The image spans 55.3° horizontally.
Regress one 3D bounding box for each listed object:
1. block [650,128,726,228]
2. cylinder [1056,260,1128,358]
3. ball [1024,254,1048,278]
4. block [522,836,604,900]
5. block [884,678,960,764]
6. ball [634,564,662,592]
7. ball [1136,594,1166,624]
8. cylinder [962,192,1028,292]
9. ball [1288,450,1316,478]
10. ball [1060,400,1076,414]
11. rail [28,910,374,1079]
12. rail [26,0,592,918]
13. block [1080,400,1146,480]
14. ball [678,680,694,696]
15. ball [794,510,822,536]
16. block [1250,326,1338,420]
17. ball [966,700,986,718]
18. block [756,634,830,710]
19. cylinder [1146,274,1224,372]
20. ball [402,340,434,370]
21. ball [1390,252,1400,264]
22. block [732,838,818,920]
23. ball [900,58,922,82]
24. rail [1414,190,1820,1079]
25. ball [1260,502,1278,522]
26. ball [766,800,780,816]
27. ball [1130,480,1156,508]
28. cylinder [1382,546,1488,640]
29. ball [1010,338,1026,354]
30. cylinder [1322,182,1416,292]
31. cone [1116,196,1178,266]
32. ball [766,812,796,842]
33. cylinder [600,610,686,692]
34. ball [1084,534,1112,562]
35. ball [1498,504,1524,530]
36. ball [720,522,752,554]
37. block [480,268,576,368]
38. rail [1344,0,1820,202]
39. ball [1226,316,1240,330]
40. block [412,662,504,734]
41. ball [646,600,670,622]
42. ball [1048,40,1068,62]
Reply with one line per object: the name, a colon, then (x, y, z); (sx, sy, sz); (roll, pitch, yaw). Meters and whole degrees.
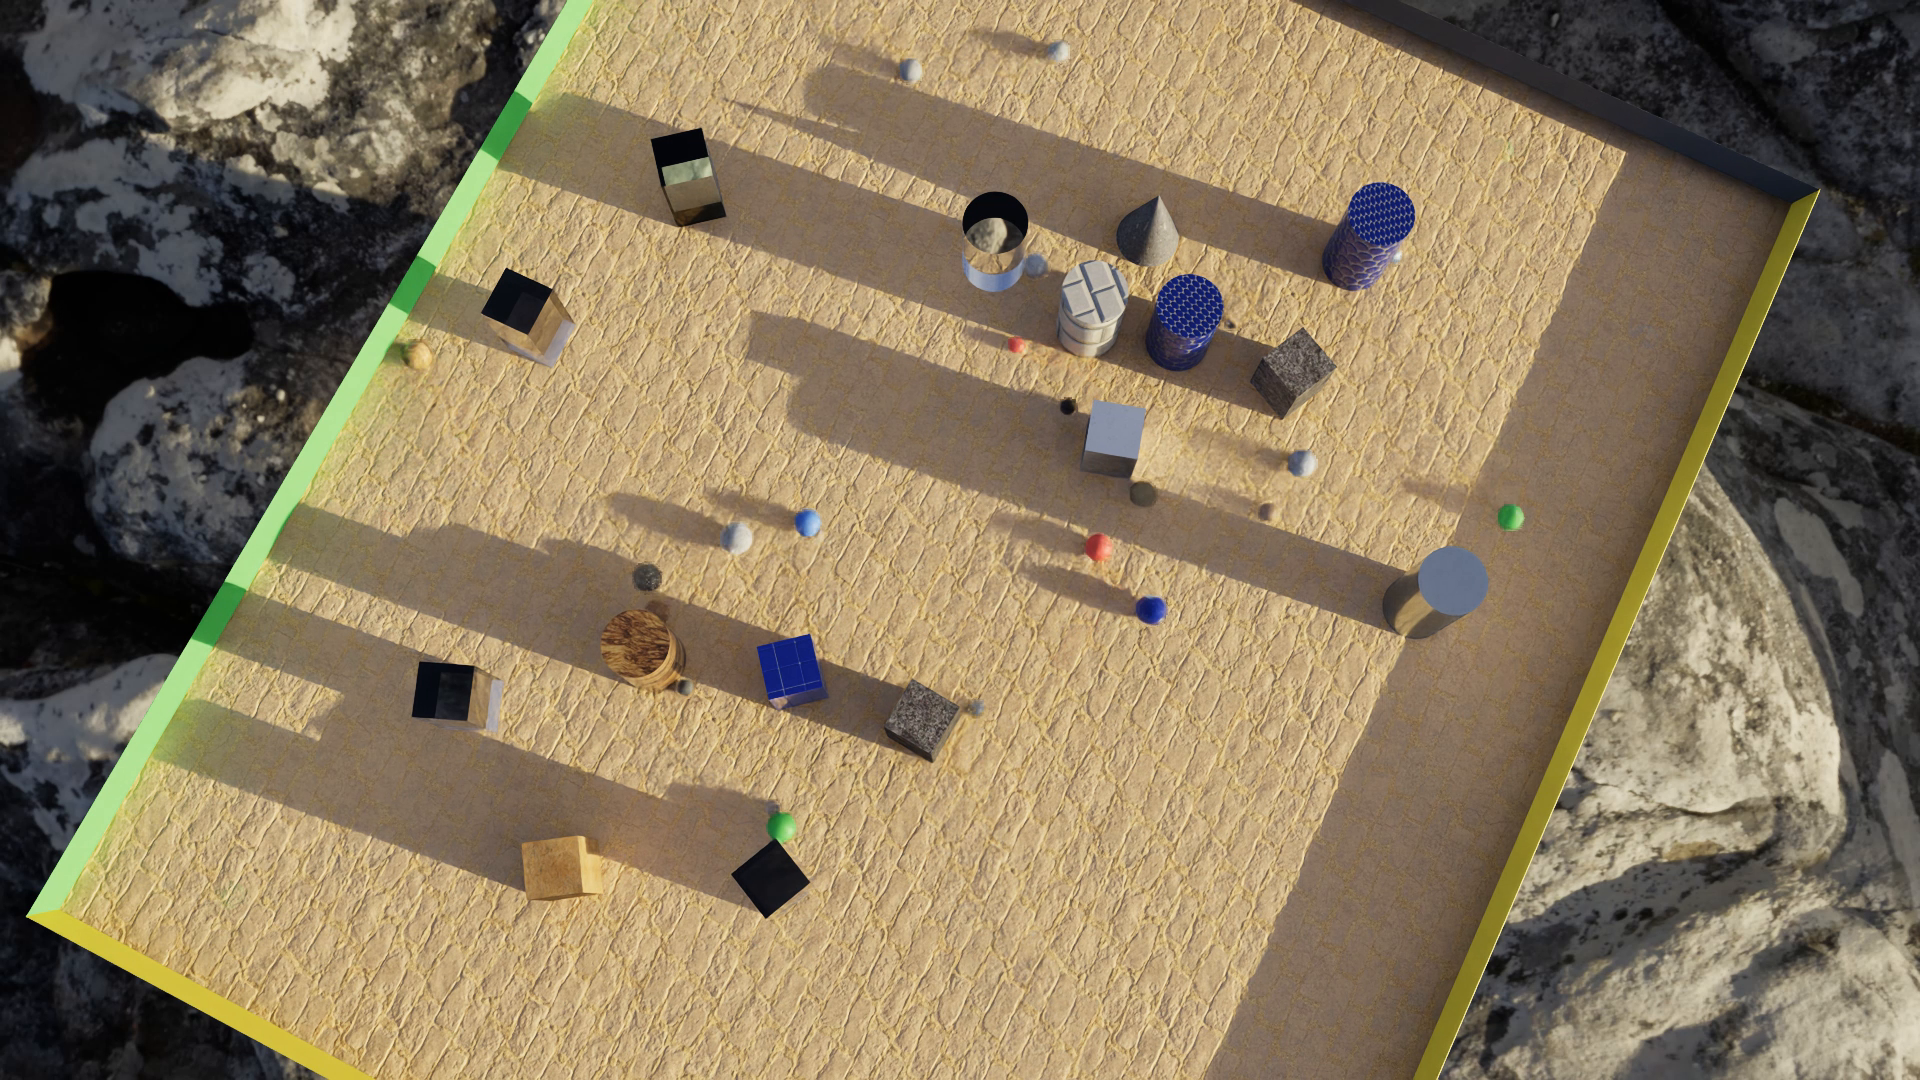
block: (-0.838, -1.119, 5.680); (0.158, 0.330, 0.158); (-13, 79, -3)
cylinder: (0.400, -0.700, 5.590); (0.198, 0.337, 0.198); (0, 78, 0)
ball: (0.240, -0.861, 5.757); (0.075, 0.075, 0.075); (0, 78, 0)
block: (-1.141, 0.946, 5.270); (0.158, 0.295, 0.158); (-7, 78, -2)
block: (-0.108, 0.532, 5.350); (0.158, 0.306, 0.158); (30, 80, 6)
ball: (-0.944, 0.114, 5.549); (0.086, 0.086, 0.086); (0, 78, 0)
ball: (0.574, 0.210, 5.527); (0.091, 0.091, 0.091); (0, 78, 0)
cylinder: (0.106, -0.914, 5.635); (0.198, 0.335, 0.198); (0, 78, 0)
ball: (1.047, -0.233, 5.622); (0.085, 0.085, 0.085); (0, 78, 0)
ball: (0.334, -0.412, 5.677); (0.048, 0.048, 0.048); (0, 78, 0)
rail: (-0.970, 1.906, 5.155); (3.806, 0.129, 0.045); (26, 80, 5)
rail: (-1.681, -0.816, 5.719); (0.045, 0.129, 4.385); (26, 80, 5)
block: (0.461, -0.302, 5.549); (0.158, 0.255, 0.158); (10, 78, 2)
ball: (-0.825, 0.444, 5.500); (0.048, 0.048, 0.048); (0, 78, 0)
ball: (-0.464, -0.050, 5.586); (0.080, 0.080, 0.080); (0, 78, 0)
block: (1.015, -0.506, 5.595); (0.158, 0.248, 0.158); (-37, 81, -7)
ball: (0.048, 0.506, 5.482); (0.057, 0.057, 0.057); (0, 78, 0)
block: (-0.489, 0.391, 5.397); (0.158, 0.271, 0.158); (-14, 79, -3)
cylinder: (0.680, -0.658, 5.581); (0.198, 0.337, 0.198); (0, 78, 0)
ball: (-1.684, -0.573, 5.687); (0.094, 0.094, 0.094); (0, 78, 0)
ball: (1.366, -0.894, 5.778); (0.047, 0.047, 0.047); (0, 78, 0)
block: (-0.527, 0.973, 5.252); (0.158, 0.319, 0.158); (-39, 81, -7)
ball: (-0.159, -1.511, 5.892); (0.074, 0.074, 0.074); (0, 78, 0)
rail: (1.681, 0.830, 5.378); (0.045, 0.129, 4.385); (26, 80, 5)
ball: (0.945, -0.085, 5.604); (0.060, 0.060, 0.060); (0, 78, 0)
ball: (-0.555, 0.794, 5.430); (0.044, 0.044, 0.044); (0, 78, 0)
ball: (0.558, -0.141, 5.604); (0.081, 0.081, 0.081); (0, 78, 0)
cylinder: (1.384, 0.159, 5.357); (0.198, 0.444, 0.198); (0, 78, 0)
ball: (0.179, -0.607, 5.717); (0.050, 0.050, 0.050); (0, 78, 0)
cylinder: (1.244, -0.922, 5.602); (0.198, 0.401, 0.198); (0, 78, 0)
cone: (0.595, -0.996, 5.646); (0.198, 0.345, 0.198); (0, 78, 0)
ball: (-0.527, 0.846, 5.398); (0.085, 0.085, 0.085); (0, 78, 0)
cylinder: (-0.926, 0.328, 5.383); (0.198, 0.325, 0.198); (0, 78, 0)
ball: (0.420, 0.025, 5.570); (0.081, 0.081, 0.081); (0, 78, 0)
ball: (1.680, -0.071, 5.592); (0.077, 0.077, 0.077); (0, 78, 0)
ball: (-0.680, -0.005, 5.567); (0.099, 0.099, 0.099); (0, 78, 0)
block: (-1.312, -0.673, 5.586); (0.158, 0.332, 0.158); (25, 79, 5)
rail: (0.970, -1.893, 5.942); (3.806, 0.129, 0.045); (26, 80, 5)
ball: (0.853, -0.681, 5.735); (0.043, 0.043, 0.043); (0, 78, 0)
block: (-1.461, 0.462, 5.347); (0.158, 0.340, 0.158); (4, 78, 1)
ball: (-0.914, 0.219, 5.534); (0.072, 0.072, 0.072); (0, 78, 0)
ball: (0.315, -1.576, 5.908); (0.068, 0.068, 0.068); (0, 78, 0)
